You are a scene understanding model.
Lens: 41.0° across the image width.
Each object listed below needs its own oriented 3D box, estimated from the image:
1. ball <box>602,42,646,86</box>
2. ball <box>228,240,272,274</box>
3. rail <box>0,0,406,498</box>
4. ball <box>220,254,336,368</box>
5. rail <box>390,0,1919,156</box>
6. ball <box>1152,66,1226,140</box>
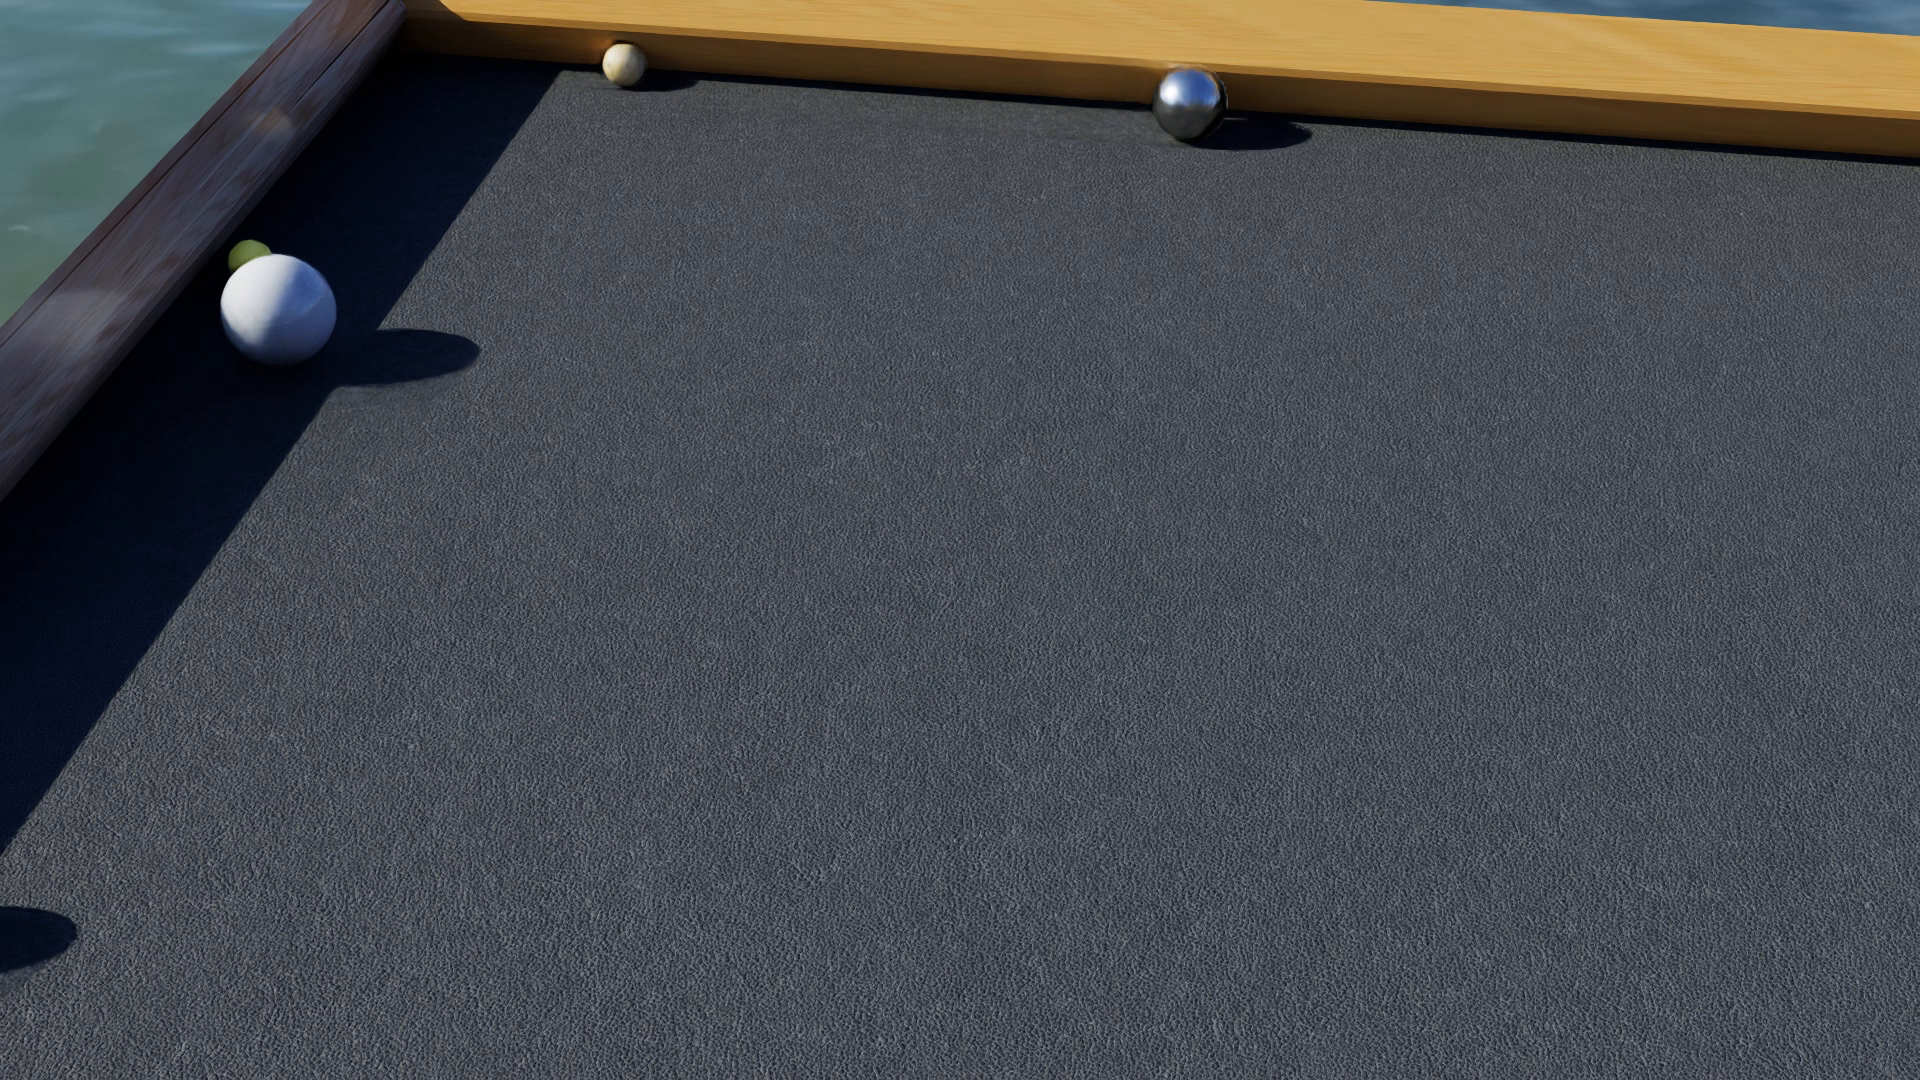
[{"bbox_3d":[-0.358,-0.507,2.736,0.046,0.046,0.046,0,34,0],"label":"ball"},{"bbox_3d":[-0.656,-0.257,2.374,0.042,0.042,0.042,0,34,0],"label":"ball"},{"bbox_3d":[-0.752,-0.100,2.068,0.045,0.128,1.764,5,35,8],"label":"rail"},{"bbox_3d":[-0.595,-0.200,2.241,0.099,0.099,0.099,0,34,0],"label":"ball"},{"bbox_3d":[0.917,-0.434,2.555,3.144,0.128,0.045,5,35,8],"label":"rail"},{"bbox_3d":[0.234,-0.447,2.621,0.076,0.076,0.076,0,34,0],"label":"ball"}]
